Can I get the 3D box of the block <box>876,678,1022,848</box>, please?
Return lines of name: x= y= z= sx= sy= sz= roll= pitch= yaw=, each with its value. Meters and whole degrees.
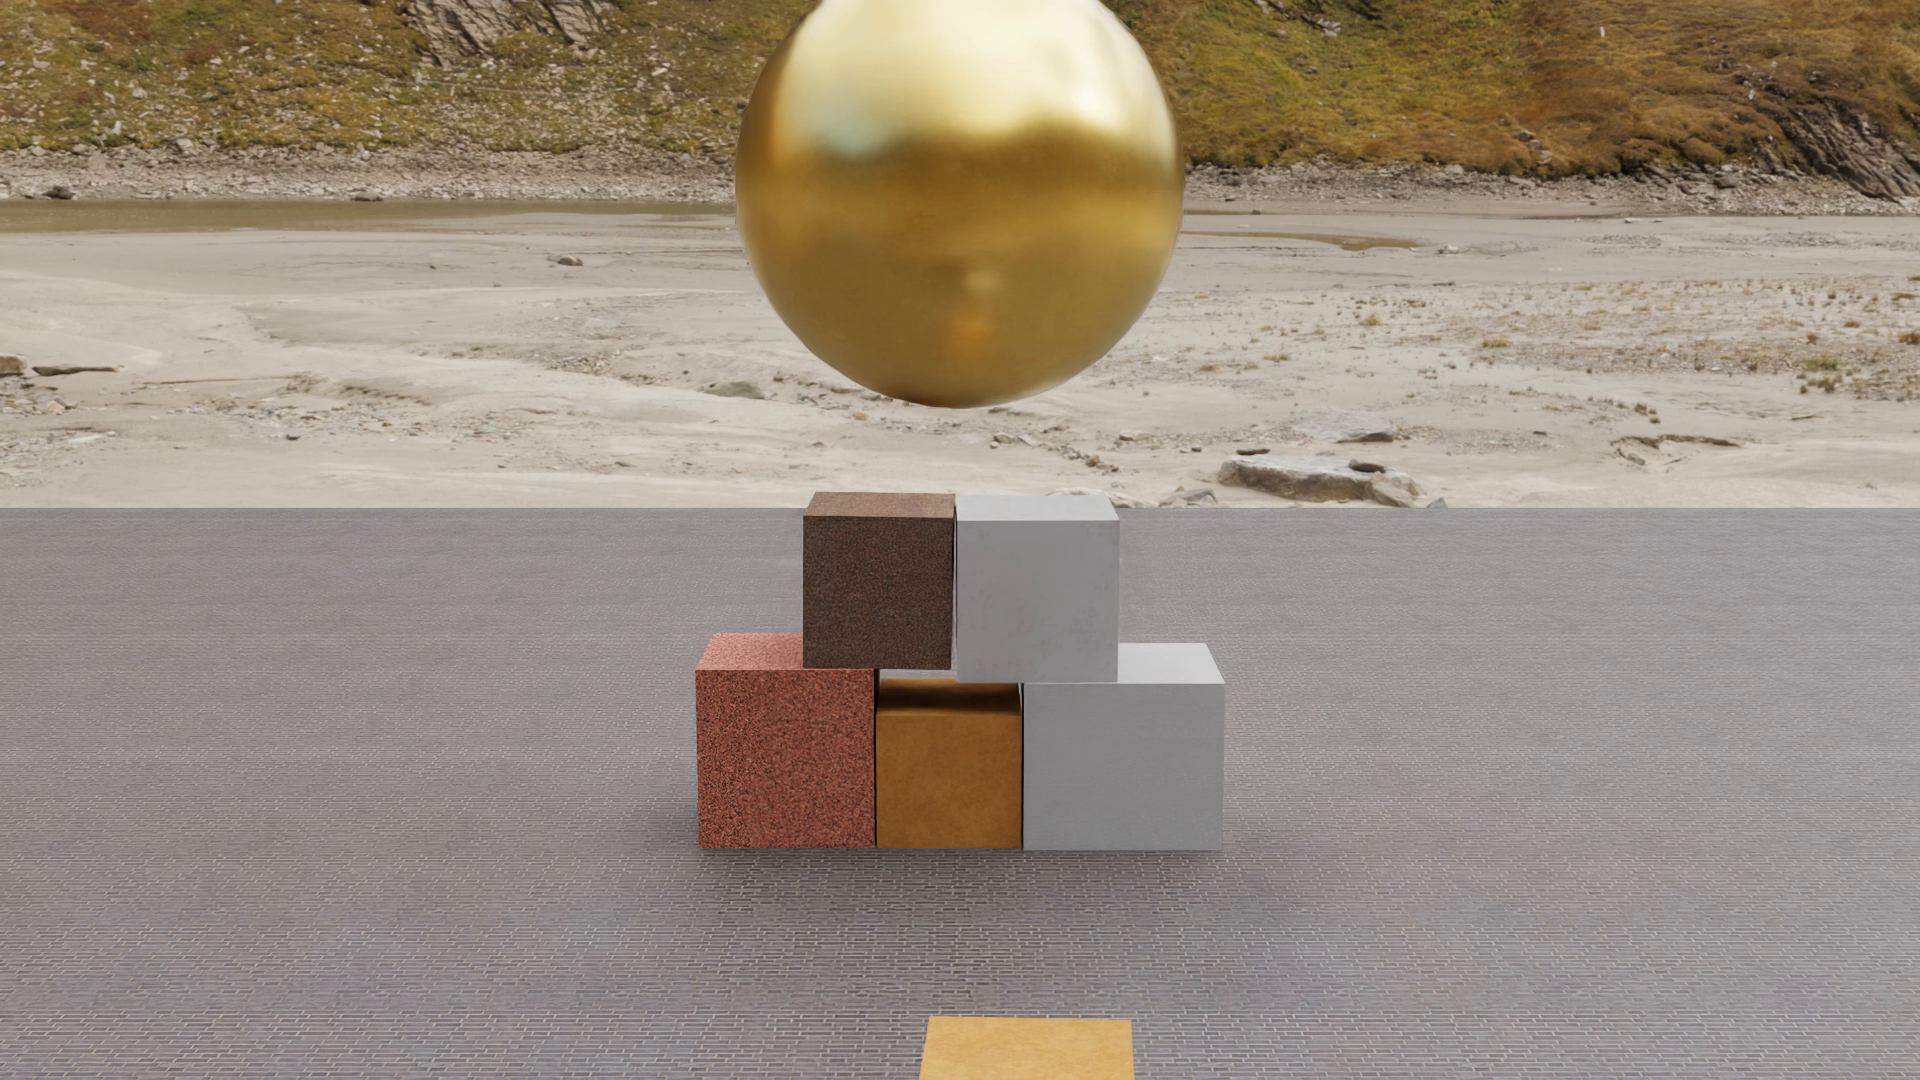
block: x=-0.055 y=1.141 z=11.375 sx=0.725 sy=0.684 sz=0.785 roll=0 pitch=10 yaw=0

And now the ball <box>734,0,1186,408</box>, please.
ball: x=0.000 y=-1.268 z=7.820 sx=1.600 sy=1.600 sz=1.600 roll=0 pitch=10 yaw=0

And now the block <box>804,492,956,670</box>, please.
block: x=-0.401 y=0.195 z=11.210 sx=0.734 sy=0.767 sz=0.751 roll=1 pitch=10 yaw=1

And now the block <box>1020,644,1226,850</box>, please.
block: x=0.814 y=1.053 z=11.373 sx=0.993 sy=0.860 sz=0.882 roll=0 pitch=10 yaw=0

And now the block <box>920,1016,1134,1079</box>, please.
block: x=0.213 y=1.956 z=6.968 sx=0.661 sy=0.659 sz=0.659 roll=1 pitch=10 yaw=3

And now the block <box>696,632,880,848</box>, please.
block: x=-0.869 y=1.022 z=11.377 sx=0.883 sy=0.920 sz=0.832 roll=0 pitch=10 yaw=0

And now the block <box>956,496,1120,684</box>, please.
block: x=0.378 y=0.237 z=11.178 sx=0.794 sy=0.816 sz=0.766 roll=0 pitch=10 yaw=-1
